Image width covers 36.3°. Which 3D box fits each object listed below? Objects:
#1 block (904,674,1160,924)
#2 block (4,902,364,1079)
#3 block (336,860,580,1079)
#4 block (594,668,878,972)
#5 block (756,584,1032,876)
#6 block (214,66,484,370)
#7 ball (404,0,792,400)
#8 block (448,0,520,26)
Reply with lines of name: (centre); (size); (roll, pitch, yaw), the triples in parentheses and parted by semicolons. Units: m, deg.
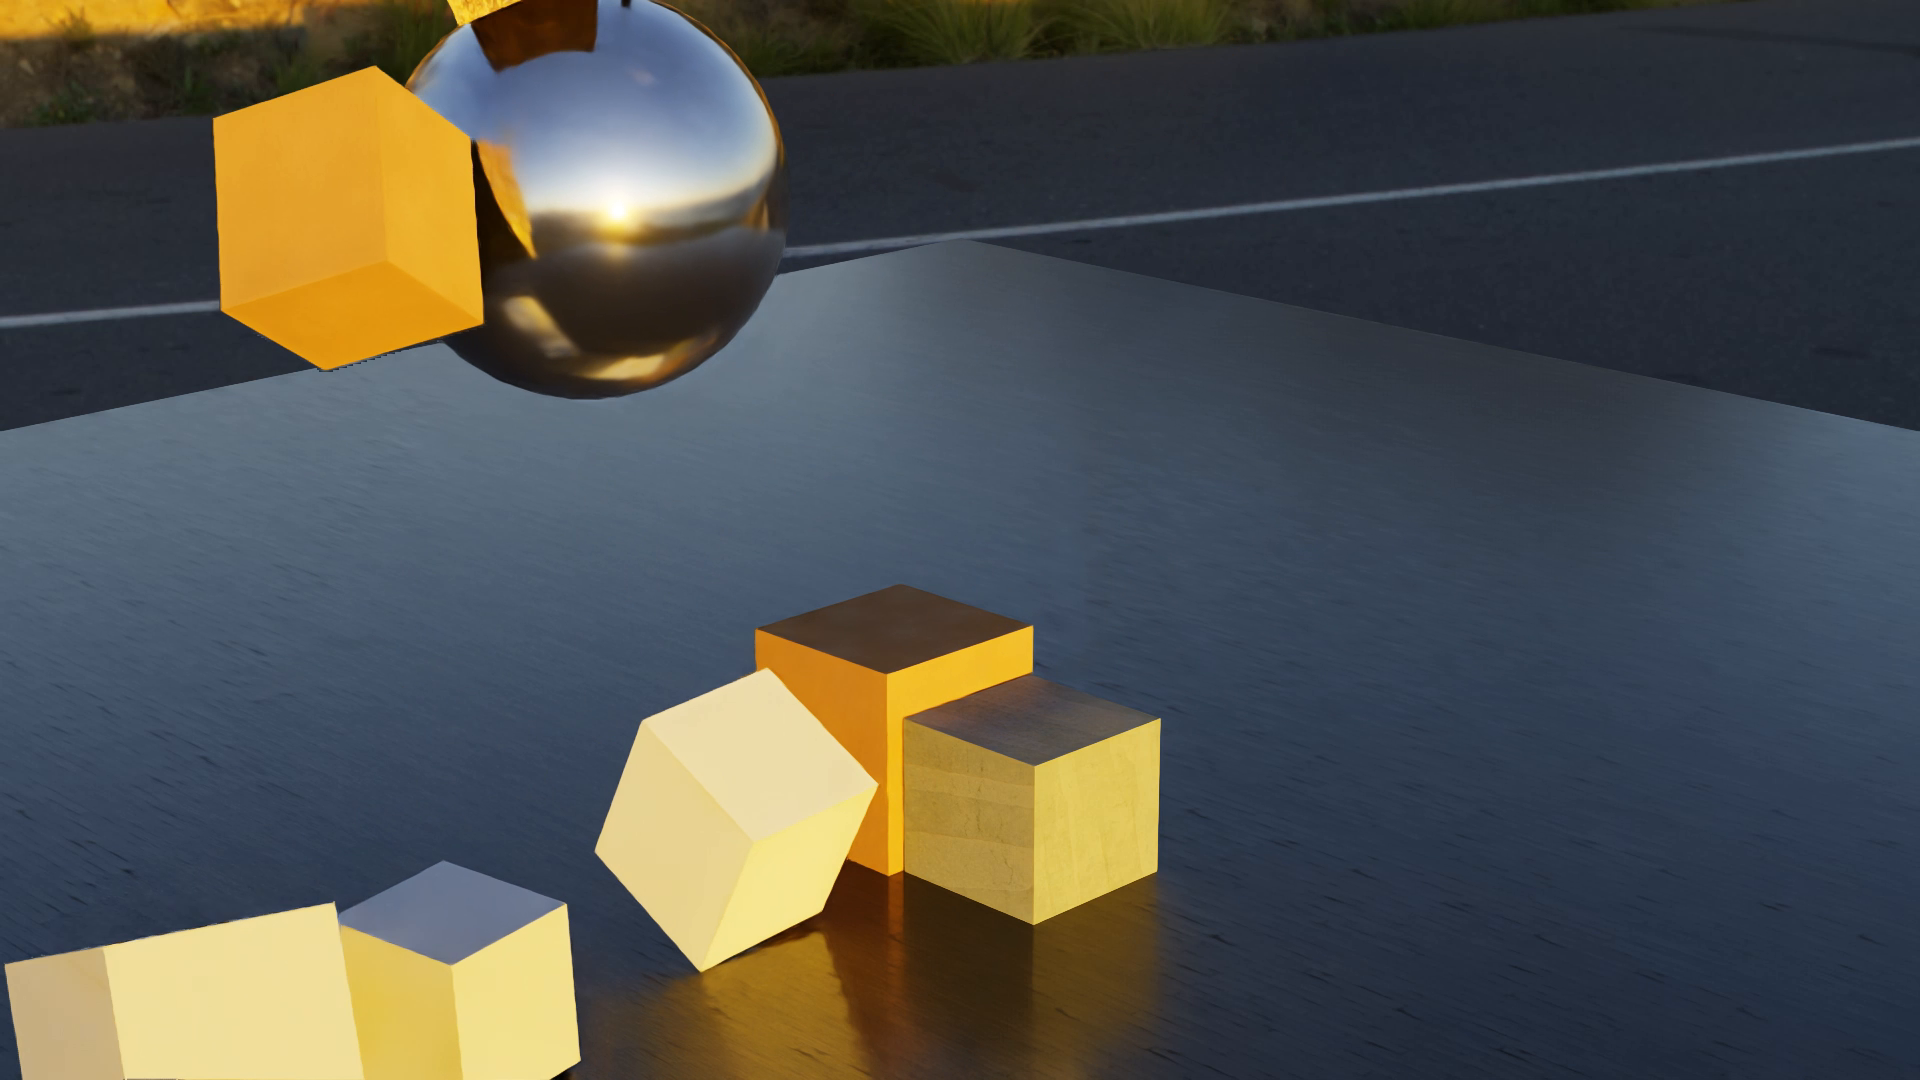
block: (0.327, 1.166, 13.381); (0.824, 0.752, 0.819); (-17, 24, -42)
block: (-2.751, 1.795, 10.442); (0.878, 0.797, 0.837); (-7, -6, -41)
block: (-1.978, 1.769, 11.499); (0.686, 0.698, 0.614); (13, 25, 35)
block: (-0.970, 1.198, 12.617); (0.716, 0.845, 0.753); (-22, 57, -42)
block: (-0.309, 0.877, 13.917); (0.893, 0.981, 0.950); (17, 24, 42)
block: (-2.155, -1.123, 10.345); (0.661, 0.743, 0.634); (-14, -21, 18)
ball: (-1.455, -1.344, 11.394); (1.600, 1.600, 1.600); (0, 17, 0)
block: (-1.706, -2.307, 10.876); (0.556, 0.579, 0.585); (-23, 16, 0)
